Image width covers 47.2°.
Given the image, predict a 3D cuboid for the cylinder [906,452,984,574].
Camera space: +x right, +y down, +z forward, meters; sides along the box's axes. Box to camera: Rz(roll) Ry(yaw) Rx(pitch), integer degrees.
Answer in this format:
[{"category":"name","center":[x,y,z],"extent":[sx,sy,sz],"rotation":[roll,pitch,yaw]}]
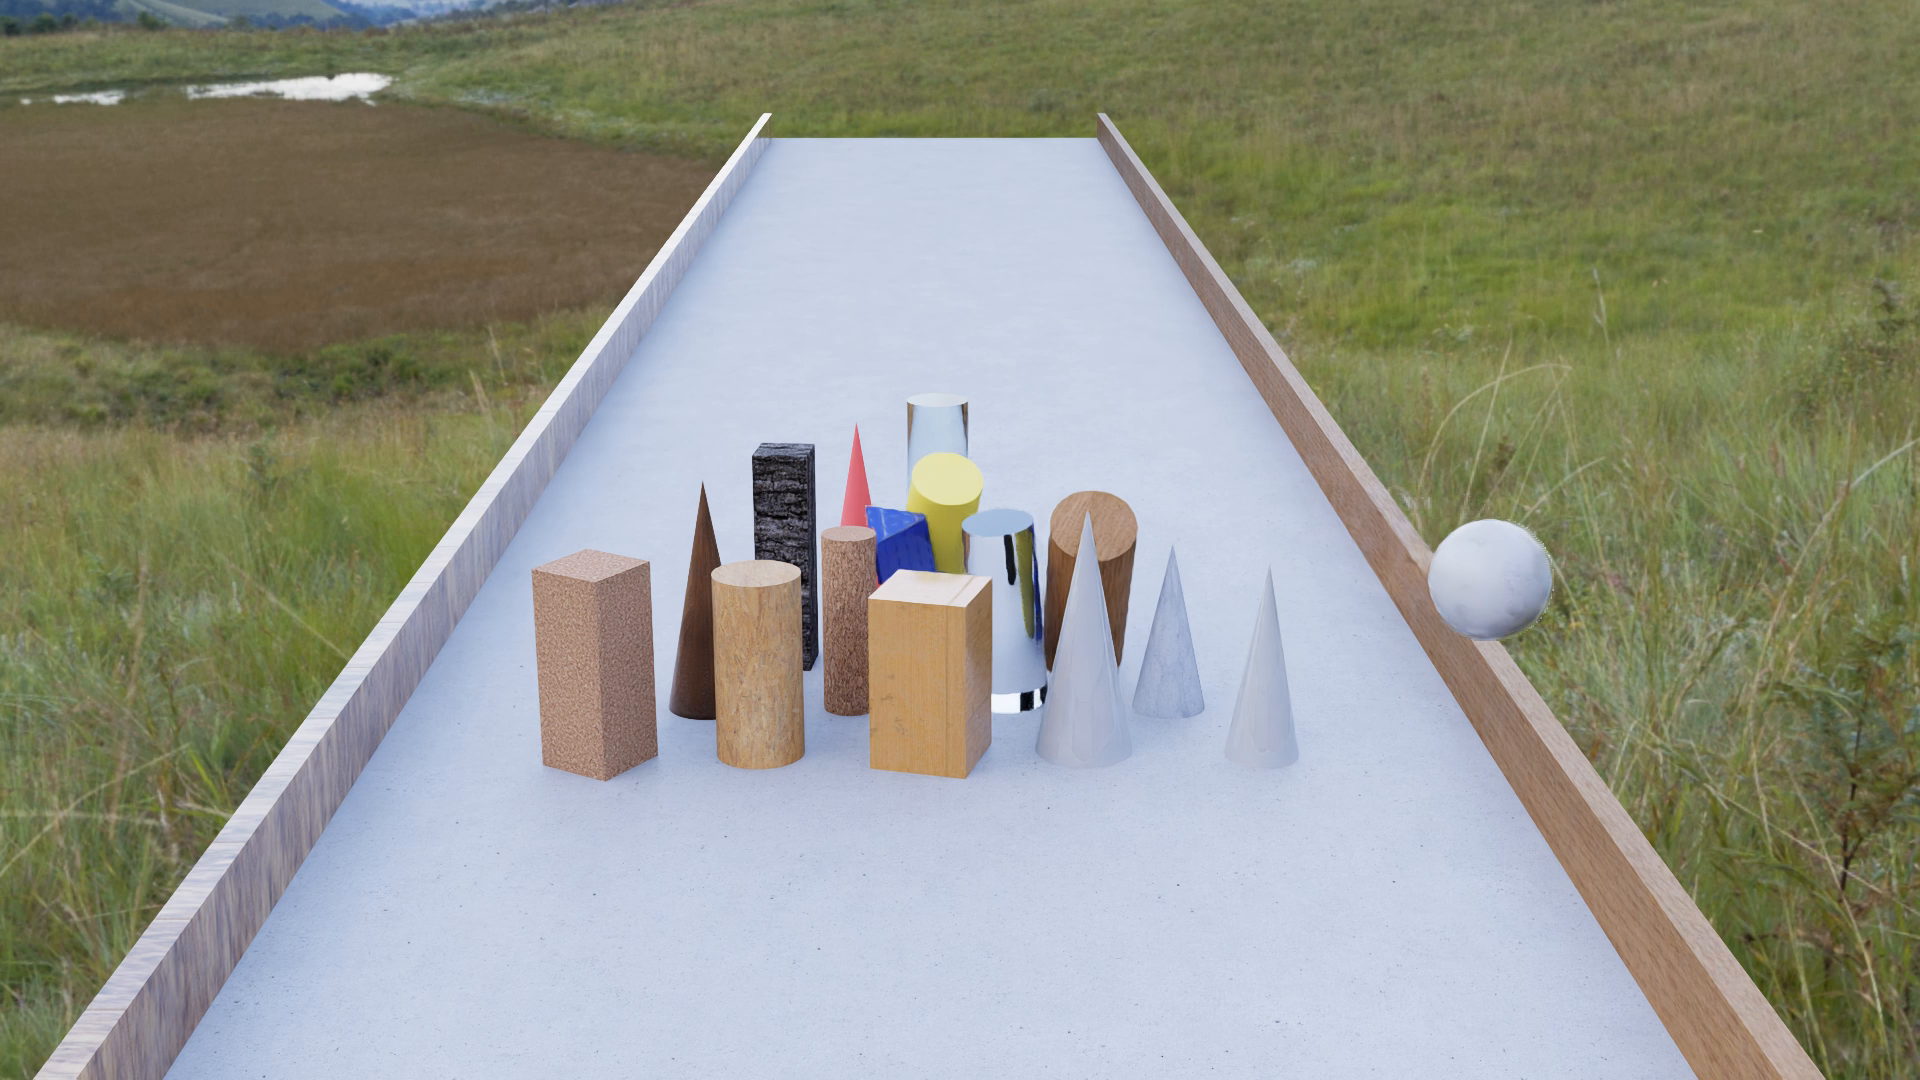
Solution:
[{"category":"cylinder","center":[-0.053,0.029,4.343],"extent":[0.137,0.446,0.137],"rotation":[5,49,-6]}]

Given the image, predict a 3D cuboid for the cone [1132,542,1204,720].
[{"category":"cone","center":[0.395,0.159,4.122],"extent":[0.137,0.324,0.137],"rotation":[0,17,0]}]

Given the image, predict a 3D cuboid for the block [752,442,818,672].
[{"category":"block","center":[-0.344,0.034,4.347],"extent":[0.106,0.437,0.106],"rotation":[2,17,5]}]

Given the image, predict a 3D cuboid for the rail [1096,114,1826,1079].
[{"category":"rail","center":[0.932,-0.844,7.801],"extent":[0.050,0.150,12.000],"rotation":[0,17,-1]}]

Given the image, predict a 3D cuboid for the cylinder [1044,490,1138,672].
[{"category":"cylinder","center":[0.240,0.097,4.140],"extent":[0.158,0.430,0.158],"rotation":[0,55,0]}]

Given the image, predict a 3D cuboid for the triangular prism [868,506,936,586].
[{"category":"triangular prism","center":[-0.122,0.091,4.273],"extent":[0.125,0.333,0.108],"rotation":[-29,40,-24]}]

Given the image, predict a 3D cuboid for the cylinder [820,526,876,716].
[{"category":"cylinder","center":[-0.206,0.152,4.117],"extent":[0.102,0.342,0.102],"rotation":[0,17,0]}]

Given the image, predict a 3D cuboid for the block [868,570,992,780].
[{"category":"block","center":[-0.050,0.234,3.885],"extent":[0.174,0.315,0.174],"rotation":[5,17,15]}]

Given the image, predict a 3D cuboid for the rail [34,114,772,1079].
[{"category":"rail","center":[-1.118,-0.838,7.780],"extent":[0.050,0.150,12.000],"rotation":[0,17,-1]}]

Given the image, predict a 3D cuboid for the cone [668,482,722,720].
[{"category":"cone","center":[-0.474,0.101,4.110],"extent":[0.158,0.443,0.158],"rotation":[0,17,0]}]

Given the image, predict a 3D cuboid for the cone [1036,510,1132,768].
[{"category":"cone","center":[0.223,0.159,3.897],"extent":[0.175,0.454,0.175],"rotation":[0,17,0]}]

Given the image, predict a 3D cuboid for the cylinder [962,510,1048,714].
[{"category":"cylinder","center":[0.085,0.134,4.121],"extent":[0.135,0.359,0.135],"rotation":[-5,22,2]}]

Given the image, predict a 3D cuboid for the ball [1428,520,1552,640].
[{"category":"ball","center":[0.948,0.070,3.933],"extent":[0.215,0.215,0.215],"rotation":[0,17,0]}]

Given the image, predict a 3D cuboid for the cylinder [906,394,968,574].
[{"category":"cylinder","center":[-0.050,-0.114,4.900],"extent":[0.136,0.405,0.136],"rotation":[0,17,0]}]

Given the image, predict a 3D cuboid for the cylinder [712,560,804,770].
[{"category":"cylinder","center":[-0.357,0.220,3.896],"extent":[0.157,0.338,0.157],"rotation":[0,17,0]}]

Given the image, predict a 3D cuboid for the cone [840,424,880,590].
[{"category":"cone","center":[-0.216,-0.047,4.648],"extent":[0.137,0.421,0.137],"rotation":[0,17,0]}]

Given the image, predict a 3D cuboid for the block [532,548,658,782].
[{"category":"block","center":[-0.639,0.217,3.859],"extent":[0.144,0.363,0.144],"rotation":[10,19,30]}]

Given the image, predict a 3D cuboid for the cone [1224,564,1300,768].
[{"category":"cone","center":[0.541,0.210,3.890],"extent":[0.134,0.360,0.134],"rotation":[0,17,0]}]
